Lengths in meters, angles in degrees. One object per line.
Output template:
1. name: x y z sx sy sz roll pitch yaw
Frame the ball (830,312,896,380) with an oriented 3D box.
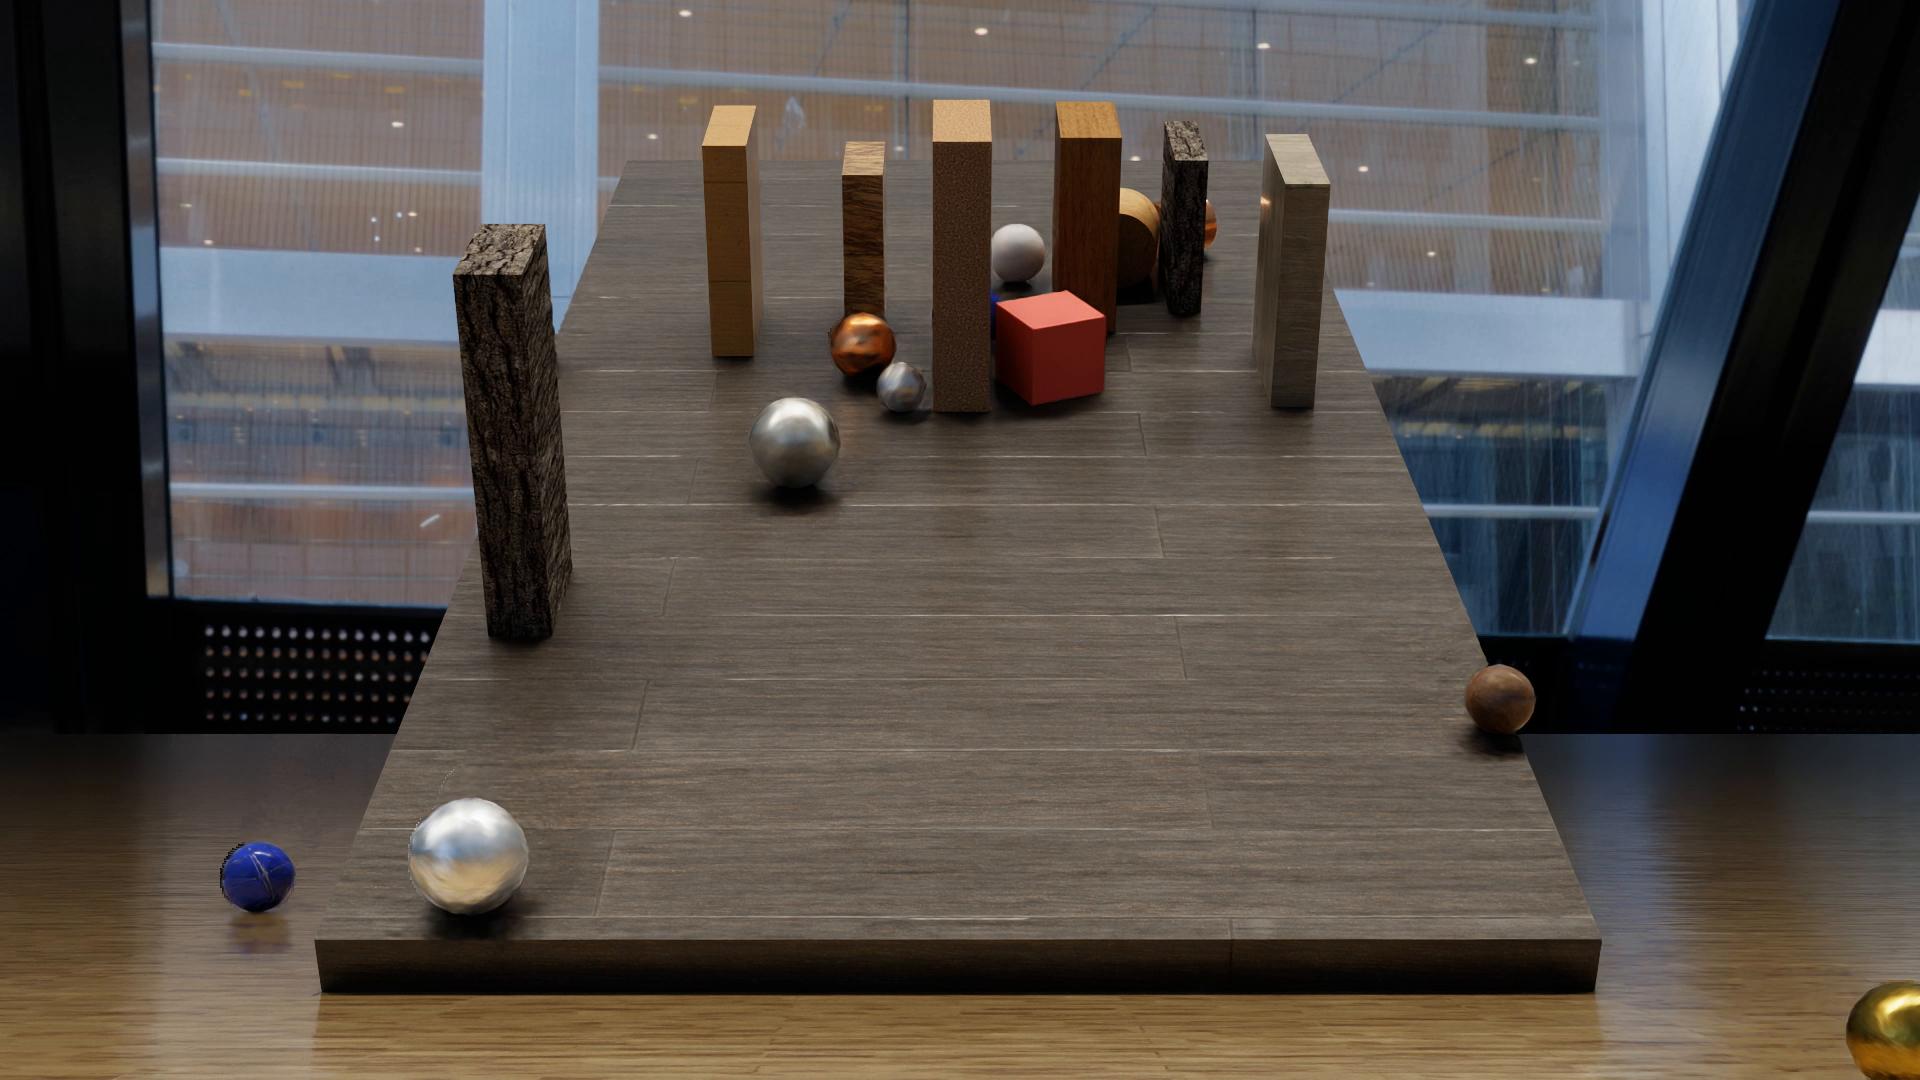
1. ball: -0.233 -0.465 5.665 0.160 0.160 0.160 0 -5 0

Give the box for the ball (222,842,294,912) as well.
1. ball: -1.581 0.759 5.328 0.157 0.157 0.157 0 -5 0

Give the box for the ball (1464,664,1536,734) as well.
1. ball: 0.962 0.284 4.209 0.124 0.124 0.124 0 -5 0

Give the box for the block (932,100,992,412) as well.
1. block: 0.003 -0.664 5.516 0.131 0.650 0.331 0 27 0

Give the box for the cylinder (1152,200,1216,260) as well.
1. cylinder: 0.590 -0.856 6.457 0.157 0.157 0.157 -19 7 -33

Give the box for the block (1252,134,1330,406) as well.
1. block: 0.779 -0.640 5.593 0.101 0.543 0.381 0 27 0

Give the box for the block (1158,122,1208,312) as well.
1. block: 0.579 -0.843 6.152 0.083 0.406 0.338 0 27 0

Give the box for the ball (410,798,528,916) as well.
1. ball: -0.770 0.497 3.708 0.182 0.182 0.182 0 -5 0

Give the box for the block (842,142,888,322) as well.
1. block: -0.240 -0.771 5.997 0.099 0.411 0.276 0 27 0

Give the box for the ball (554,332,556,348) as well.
1. ball: -1.071 -0.485 5.714 0.185 0.185 0.185 0 -5 0

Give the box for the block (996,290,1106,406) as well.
1. block: 0.213 -0.458 5.617 0.192 0.192 0.192 -12 29 -23

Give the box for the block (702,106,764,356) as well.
1. block: -0.559 -0.767 5.849 0.104 0.534 0.335 0 27 0

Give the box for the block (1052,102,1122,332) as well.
1. block: 0.318 -0.822 5.996 0.148 0.505 0.313 0 27 0

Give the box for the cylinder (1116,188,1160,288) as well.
1. cylinder: 0.423 -0.804 6.294 0.209 0.209 0.209 -1 26 8

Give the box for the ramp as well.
1. ramp: -0.010 -0.228 5.481 2.000 0.100 4.000 0 27 0

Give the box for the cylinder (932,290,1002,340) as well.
1. cylinder: 0.023 -0.548 5.860 0.129 0.129 0.129 -17 6 -36

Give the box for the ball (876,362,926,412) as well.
1. ball: -0.137 -0.355 5.494 0.115 0.115 0.115 0 -5 0

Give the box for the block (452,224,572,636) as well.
1. block: -0.844 -0.206 4.498 0.123 0.735 0.277 0 27 0

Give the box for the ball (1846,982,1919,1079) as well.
1. ball: 1.076 0.566 2.694 0.124 0.124 0.124 0 -5 0

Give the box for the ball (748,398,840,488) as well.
1. ball: -0.358 -0.210 5.112 0.197 0.197 0.197 0 -5 0

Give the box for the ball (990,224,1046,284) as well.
1. ball: 0.149 -0.759 6.261 0.156 0.156 0.156 0 -5 0
